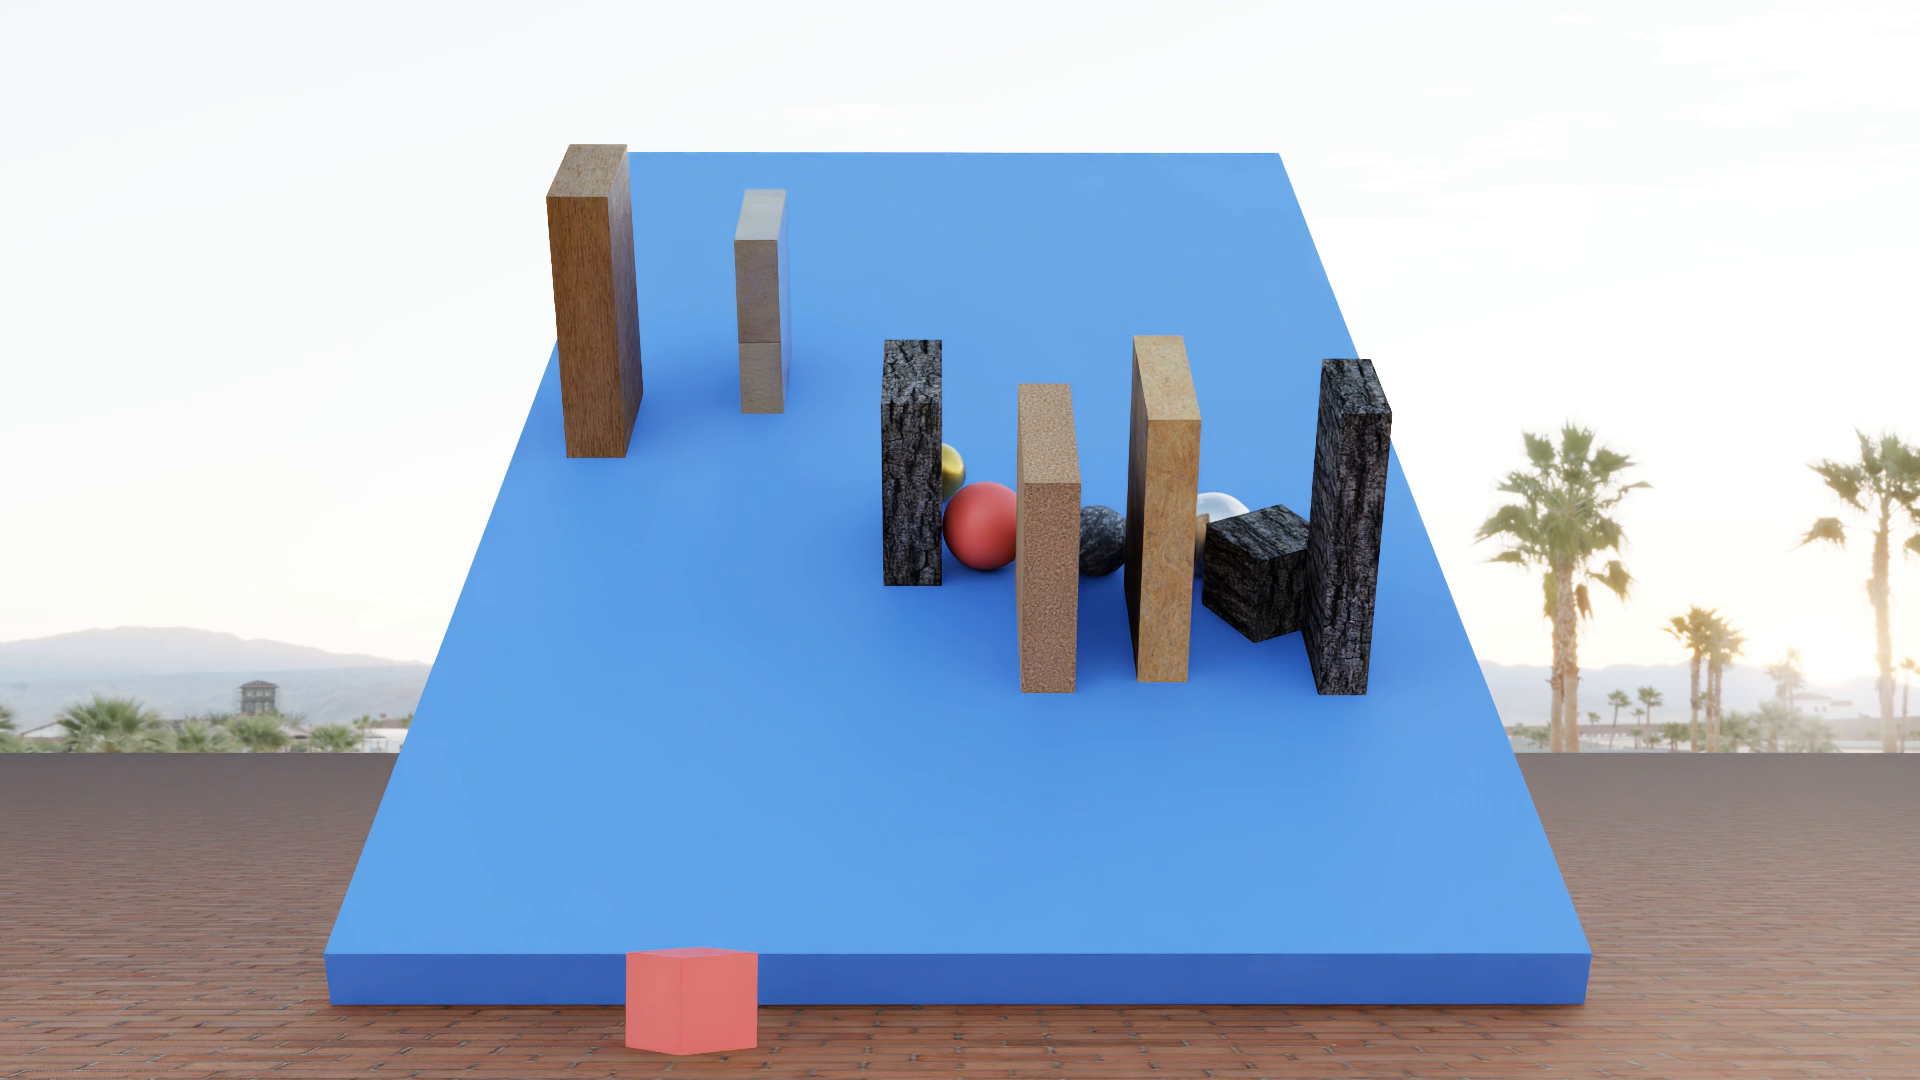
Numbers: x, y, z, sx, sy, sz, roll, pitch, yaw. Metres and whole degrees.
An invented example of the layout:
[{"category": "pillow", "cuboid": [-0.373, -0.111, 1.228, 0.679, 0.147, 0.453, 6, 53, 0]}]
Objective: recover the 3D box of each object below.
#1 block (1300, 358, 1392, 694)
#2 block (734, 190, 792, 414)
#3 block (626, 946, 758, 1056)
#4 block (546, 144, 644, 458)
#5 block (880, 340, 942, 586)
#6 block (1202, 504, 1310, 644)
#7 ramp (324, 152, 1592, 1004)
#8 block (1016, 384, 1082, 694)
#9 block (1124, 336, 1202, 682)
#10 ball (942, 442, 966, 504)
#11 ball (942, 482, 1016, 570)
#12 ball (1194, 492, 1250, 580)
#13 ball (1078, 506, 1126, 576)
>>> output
[{"category": "block", "cuboid": [0.716, -0.023, 4.426, 0.090, 0.578, 0.246, 0, 27, 0]}, {"category": "block", "cuboid": [-0.463, -0.567, 5.628, 0.098, 0.429, 0.350, 0, 27, 0]}, {"category": "block", "cuboid": [-0.368, 0.631, 3.262, 0.128, 0.128, 0.128, 5, -7, -42]}, {"category": "block", "cuboid": [-0.820, -0.542, 5.374, 0.132, 0.616, 0.360, 0, 27, 0]}, {"category": "block", "cuboid": [-0.096, -0.161, 4.873, 0.119, 0.406, 0.321, 0, 27, 0]}, {"category": "block", "cuboid": [0.607, 0.064, 4.688, 0.181, 0.181, 0.181, -14, 31, -26]}, {"category": "ramp", "cuboid": [-0.011, -0.225, 5.546, 2.000, 0.100, 4.000, 0, 27, 0]}, {"category": "block", "cuboid": [0.165, -0.010, 4.548, 0.101, 0.438, 0.443, 0, 27, 0]}, {"category": "block", "cuboid": [0.382, -0.063, 4.538, 0.094, 0.544, 0.391, 0, 27, 0]}, {"category": "ball", "cuboid": [-0.053, -0.145, 5.138, 0.134, 0.134, 0.134, 0, -5, 0]}, {"category": "ball", "cuboid": [0.053, -0.029, 4.864, 0.181, 0.181, 0.181, 0, -5, 0]}, {"category": "ball", "cuboid": [0.512, -0.007, 4.825, 0.182, 0.182, 0.182, 0, -5, 0]}, {"category": "ball", "cuboid": [0.277, 0.002, 4.844, 0.146, 0.146, 0.146, 0, -5, 0]}]
